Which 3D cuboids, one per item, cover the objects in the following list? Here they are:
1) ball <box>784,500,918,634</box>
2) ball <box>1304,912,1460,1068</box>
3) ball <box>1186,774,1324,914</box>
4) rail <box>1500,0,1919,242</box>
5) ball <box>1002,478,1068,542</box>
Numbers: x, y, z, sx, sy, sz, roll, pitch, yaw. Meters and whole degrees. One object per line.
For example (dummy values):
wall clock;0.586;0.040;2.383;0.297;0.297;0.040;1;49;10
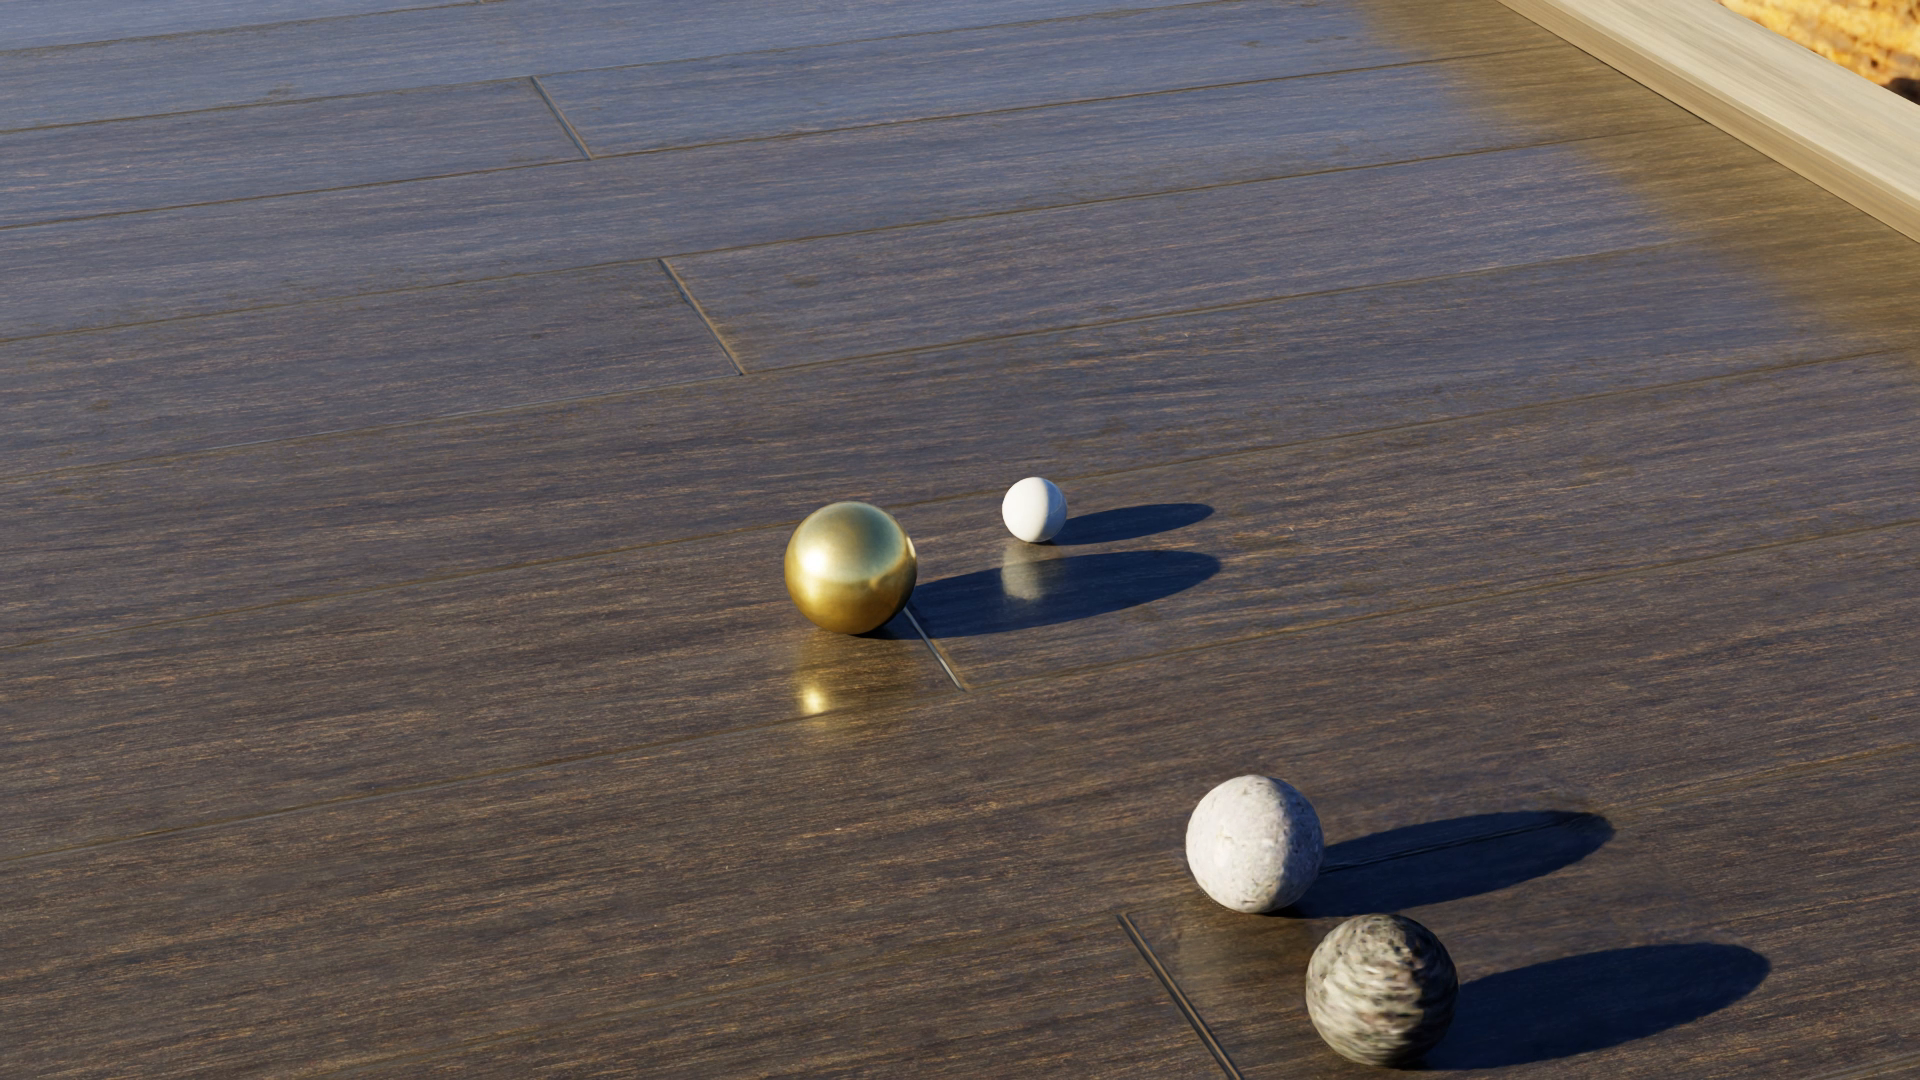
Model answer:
ball;-0.069;0.017;1.848;0.084;0.084;0.084;0;27;0
ball;0.209;0.223;1.459;0.076;0.076;0.076;0;27;0
ball;0.158;0.163;1.577;0.074;0.074;0.074;0;27;0
rail;0.590;-0.540;2.898;0.045;0.109;3.494;-9;29;-17
ball;0.050;-0.020;1.964;0.044;0.044;0.044;0;27;0
